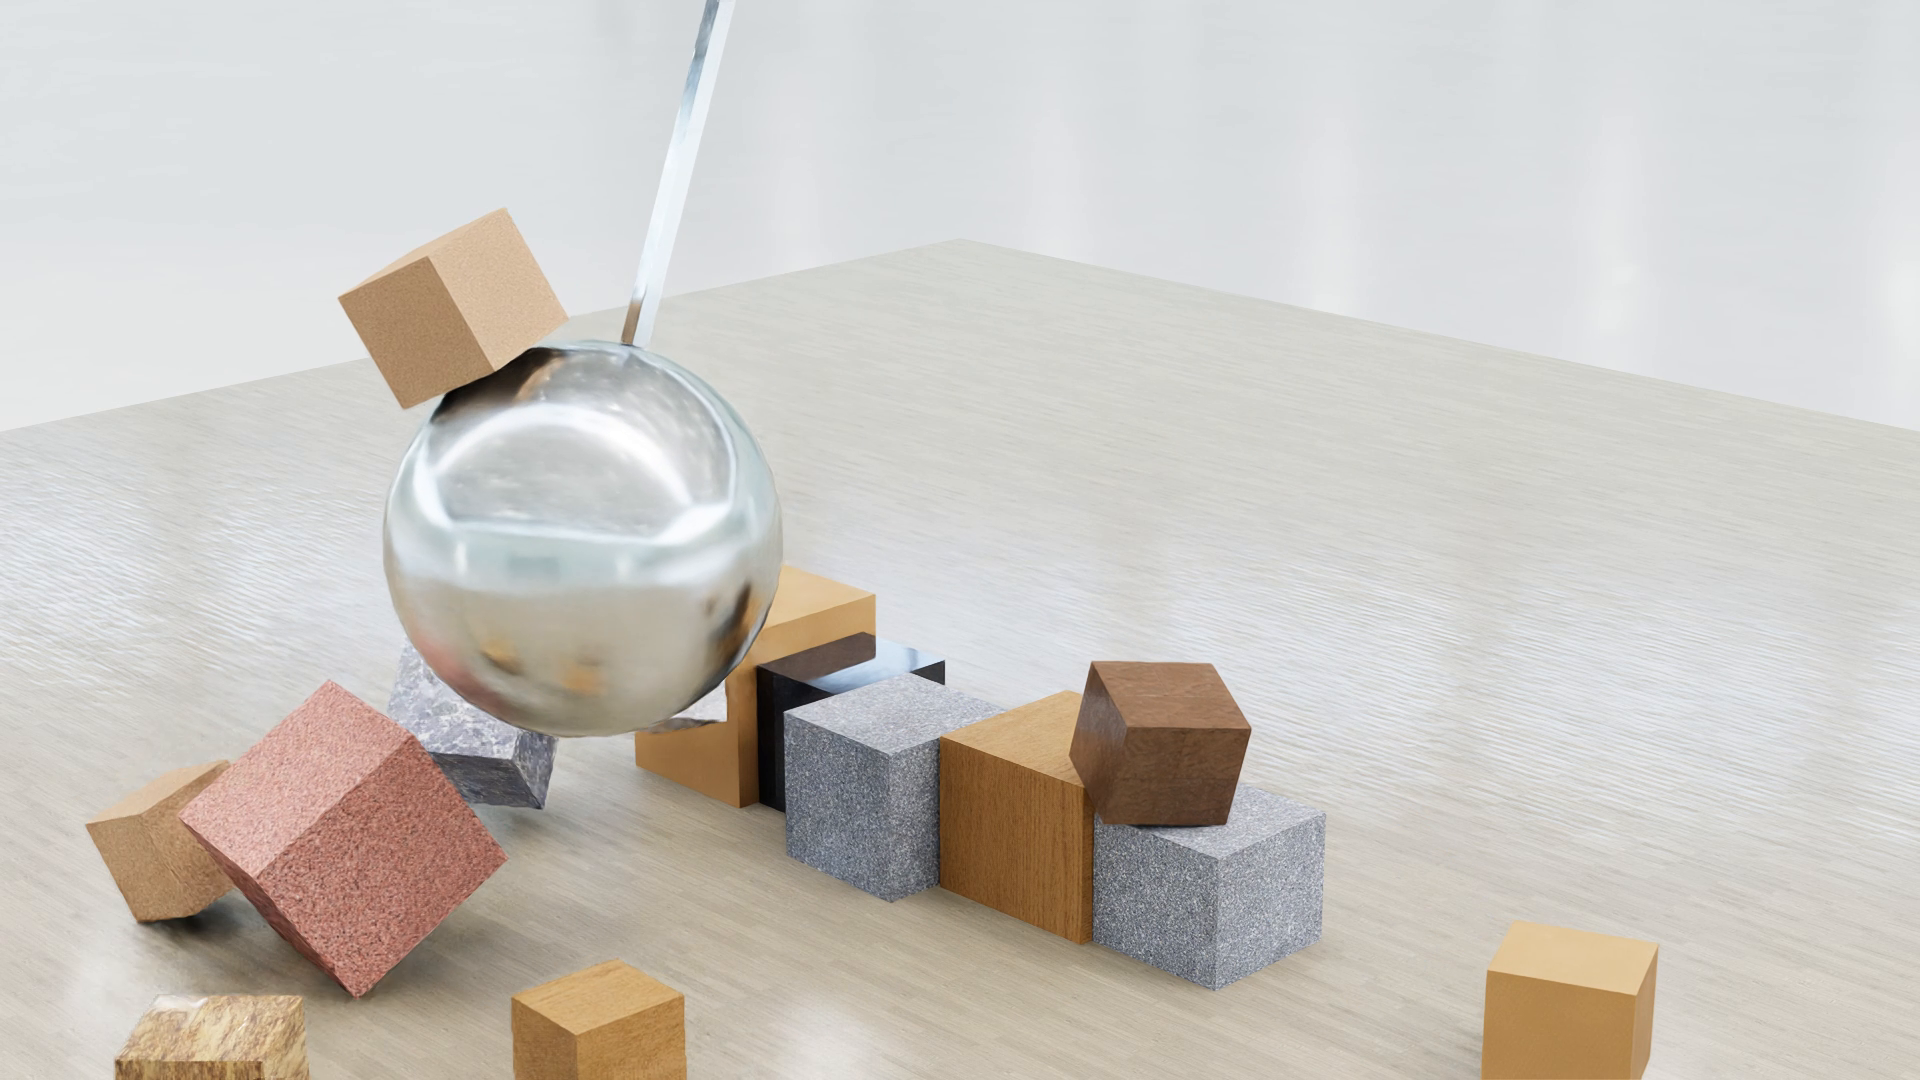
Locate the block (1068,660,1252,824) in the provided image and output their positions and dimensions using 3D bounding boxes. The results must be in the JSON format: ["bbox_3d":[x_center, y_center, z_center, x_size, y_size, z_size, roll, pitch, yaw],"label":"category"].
[{"bbox_3d":[0.846,0.862,12.490,0.558,0.487,0.516,2,29,-18],"label":"block"}]

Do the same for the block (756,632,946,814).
[{"bbox_3d":[-0.524,0.928,14.209,0.580,0.709,0.701,17,24,42],"label":"block"}]

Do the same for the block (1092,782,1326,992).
[{"bbox_3d":[1.076,1.458,12.696,0.713,0.604,0.700,-17,24,-42],"label":"block"}]

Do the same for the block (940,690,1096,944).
[{"bbox_3d":[0.513,1.229,13.208,0.868,0.736,0.837,17,24,42],"label":"block"}]

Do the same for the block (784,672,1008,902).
[{"bbox_3d":[-0.278,1.130,13.556,0.772,0.716,0.726,-16,23,-41],"label":"block"}]

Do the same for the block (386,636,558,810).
[{"bbox_3d":[-2.291,0.853,13.876,0.639,0.599,0.620,4,-26,9],"label":"block"}]

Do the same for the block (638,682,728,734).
[{"bbox_3d":[-1.404,0.641,13.680,0.414,0.451,0.454,-12,-12,32],"label":"block"}]

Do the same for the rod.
[{"bbox_3d":[-0.653,-3.293,11.622,0.080,5.200,0.080,17,3,42],"label":"rod"}]

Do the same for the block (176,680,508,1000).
[{"bbox_3d":[-2.622,1.261,12.465,0.863,0.782,0.807,-44,36,-19],"label":"block"}]

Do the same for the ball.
[{"bbox_3d":[-1.507,-0.005,11.761,1.600,1.600,1.600,0,17,0],"label":"ball"}]

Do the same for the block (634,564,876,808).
[{"bbox_3d":[-1.025,0.701,14.648,0.917,0.879,0.797,-17,24,-42],"label":"block"}]

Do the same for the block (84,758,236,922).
[{"bbox_3d":[-3.424,1.326,12.906,0.482,0.502,0.493,-13,17,44],"label":"block"}]

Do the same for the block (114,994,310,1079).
[{"bbox_3d":[-2.787,2.048,10.988,0.552,0.492,0.533,0,17,3],"label":"block"}]

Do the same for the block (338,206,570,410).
[{"bbox_3d":[-1.984,-0.906,11.490,0.566,0.509,0.487,-18,17,39],"label":"block"}]

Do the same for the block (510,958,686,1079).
[{"bbox_3d":[-1.391,1.967,11.305,0.500,0.467,0.440,-15,23,-40],"label":"block"}]

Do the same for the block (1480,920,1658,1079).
[{"bbox_3d":[2.404,1.870,11.560,0.575,0.501,0.499,7,19,22],"label":"block"}]
